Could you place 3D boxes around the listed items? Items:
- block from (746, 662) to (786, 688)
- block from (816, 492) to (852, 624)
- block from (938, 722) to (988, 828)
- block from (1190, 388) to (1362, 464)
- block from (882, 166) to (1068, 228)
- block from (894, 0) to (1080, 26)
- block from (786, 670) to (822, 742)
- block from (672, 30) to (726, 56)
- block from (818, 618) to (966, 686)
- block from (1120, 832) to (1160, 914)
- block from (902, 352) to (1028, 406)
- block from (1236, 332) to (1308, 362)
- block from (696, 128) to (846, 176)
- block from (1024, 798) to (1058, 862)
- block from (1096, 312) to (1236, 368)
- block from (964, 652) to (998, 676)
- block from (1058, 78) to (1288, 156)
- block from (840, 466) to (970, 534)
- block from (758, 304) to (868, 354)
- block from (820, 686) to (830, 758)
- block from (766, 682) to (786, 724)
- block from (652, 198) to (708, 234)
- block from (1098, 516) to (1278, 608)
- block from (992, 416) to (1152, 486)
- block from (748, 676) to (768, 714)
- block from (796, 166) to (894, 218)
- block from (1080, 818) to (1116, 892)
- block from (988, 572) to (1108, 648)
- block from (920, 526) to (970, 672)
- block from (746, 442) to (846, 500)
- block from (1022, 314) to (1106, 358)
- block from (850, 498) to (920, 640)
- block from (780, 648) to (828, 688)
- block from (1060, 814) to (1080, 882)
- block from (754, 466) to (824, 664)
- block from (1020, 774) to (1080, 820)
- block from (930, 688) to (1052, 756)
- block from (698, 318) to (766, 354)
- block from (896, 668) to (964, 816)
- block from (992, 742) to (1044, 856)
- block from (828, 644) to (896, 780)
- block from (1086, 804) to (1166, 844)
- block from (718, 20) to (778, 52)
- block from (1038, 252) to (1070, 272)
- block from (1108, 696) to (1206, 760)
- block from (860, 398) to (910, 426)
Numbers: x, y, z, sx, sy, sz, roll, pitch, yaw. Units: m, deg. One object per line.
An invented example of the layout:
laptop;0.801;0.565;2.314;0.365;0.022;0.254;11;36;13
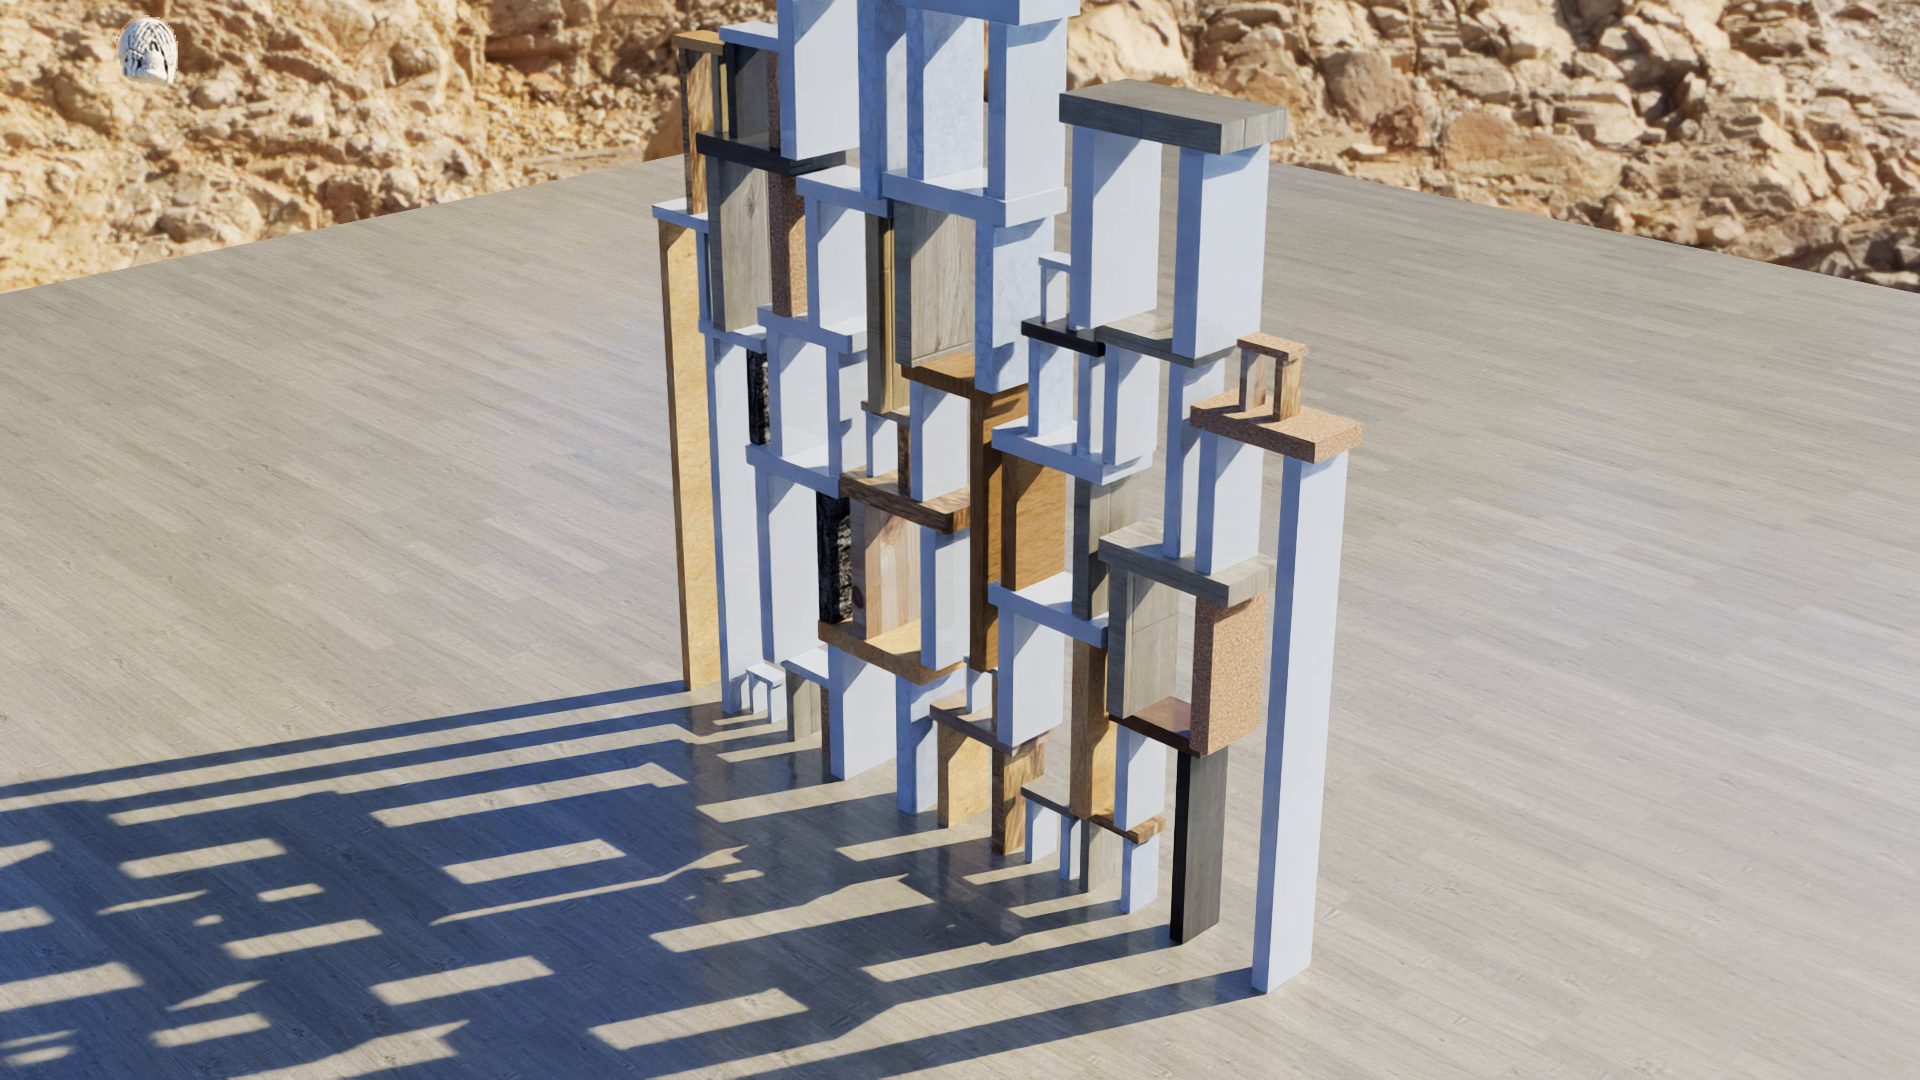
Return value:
block;-0.422;0.295;4.815;0.092;0.013;0.046;21;31;41
block;-0.224;0.018;4.474;0.141;0.283;0.040;-21;31;-41
block;0.006;0.452;4.406;0.032;0.227;0.113;21;31;41
block;0.513;-0.188;3.583;0.253;0.036;0.126;21;31;40
block;0.024;-0.623;3.930;0.310;0.044;0.155;21;31;41
block;0.045;-0.935;3.786;0.301;0.043;0.150;21;31;40
block;-0.335;0.342;4.740;0.083;0.167;0.024;-21;31;-40
block;-0.488;-0.981;4.338;0.152;0.022;0.076;21;31;40
block;-0.131;0.204;4.450;0.302;0.043;0.151;21;31;41
block;0.337;0.613;4.115;0.022;0.157;0.078;21;31;41
block;0.016;-0.305;4.076;0.239;0.034;0.119;21;31;40
block;0.503;-0.312;3.542;0.052;0.015;0.104;-22;31;-40
block;-0.372;-0.766;4.300;0.142;0.040;0.284;-21;31;-40
block;0.158;0.553;4.280;0.020;0.139;0.069;21;31;41
block;0.345;-0.339;3.704;0.216;0.031;0.108;21;31;41
block;0.061;0.237;4.253;0.104;0.015;0.052;21;31;41
block;0.342;-0.687;3.556;0.338;0.048;0.169;21;31;40
block;-0.079;-0.090;4.276;0.296;0.042;0.148;21;31;41
block;-0.262;-0.427;4.329;0.133;0.038;0.265;-21;31;-40
block;-0.256;0.373;4.668;0.024;0.166;0.083;21;31;41
block;-0.400;0.351;4.815;0.013;0.092;0.046;21;31;41
block;-0.539;-0.669;4.527;0.093;0.026;0.186;-22;31;-40
block;0.396;0.035;3.802;0.290;0.041;0.145;21;31;41
block;0.199;-0.167;3.938;0.267;0.038;0.134;21;31;41
block;-0.444;0.334;4.855;0.013;0.092;0.046;21;31;41
block;-0.179;-0.657;4.136;0.250;0.035;0.125;21;31;40
block;0.263;0.585;4.182;0.022;0.157;0.078;21;31;41
block;0.201;0.118;4.051;0.281;0.040;0.140;21;31;41
block;-0.009;0.093;4.278;0.042;0.296;0.148;21;31;41
block;-0.291;-0.157;4.472;0.141;0.040;0.283;-21;31;-41
block;0.204;-0.362;3.853;0.090;0.026;0.181;-21;31;-40
block;-0.149;0.039;4.407;0.042;0.296;0.148;21;31;41
block;-0.296;0.270;4.667;0.083;0.024;0.166;-21;31;-40
block;0.223;0.579;4.220;0.020;0.139;0.069;21;31;41
block;-0.357;0.037;4.627;0.141;0.438;0.040;-21;31;-41
block;0.191;0.493;4.219;0.139;0.020;0.069;21;31;41
block;0.060;0.353;4.306;0.113;0.032;0.227;-21;31;-41
block;-0.434;-0.428;4.508;0.101;0.029;0.202;-21;31;-40
block;-0.059;0.391;4.452;0.151;0.302;0.043;-21;31;-41
block;0.113;0.493;4.308;0.032;0.227;0.113;21;31;41
block;-0.202;0.335;4.583;0.043;0.302;0.151;21;31;41
block;0.300;0.517;4.114;0.157;0.022;0.078;21;31;41
block;-0.368;-0.964;4.212;0.092;0.026;0.184;-21;31;-40
block;0.190;-0.480;3.822;0.101;0.014;0.050;21;31;40
block;0.382;0.326;3.949;0.107;0.030;0.213;-21;31;-41
block;-0.122;-0.252;4.243;0.132;0.019;0.066;21;31;40
